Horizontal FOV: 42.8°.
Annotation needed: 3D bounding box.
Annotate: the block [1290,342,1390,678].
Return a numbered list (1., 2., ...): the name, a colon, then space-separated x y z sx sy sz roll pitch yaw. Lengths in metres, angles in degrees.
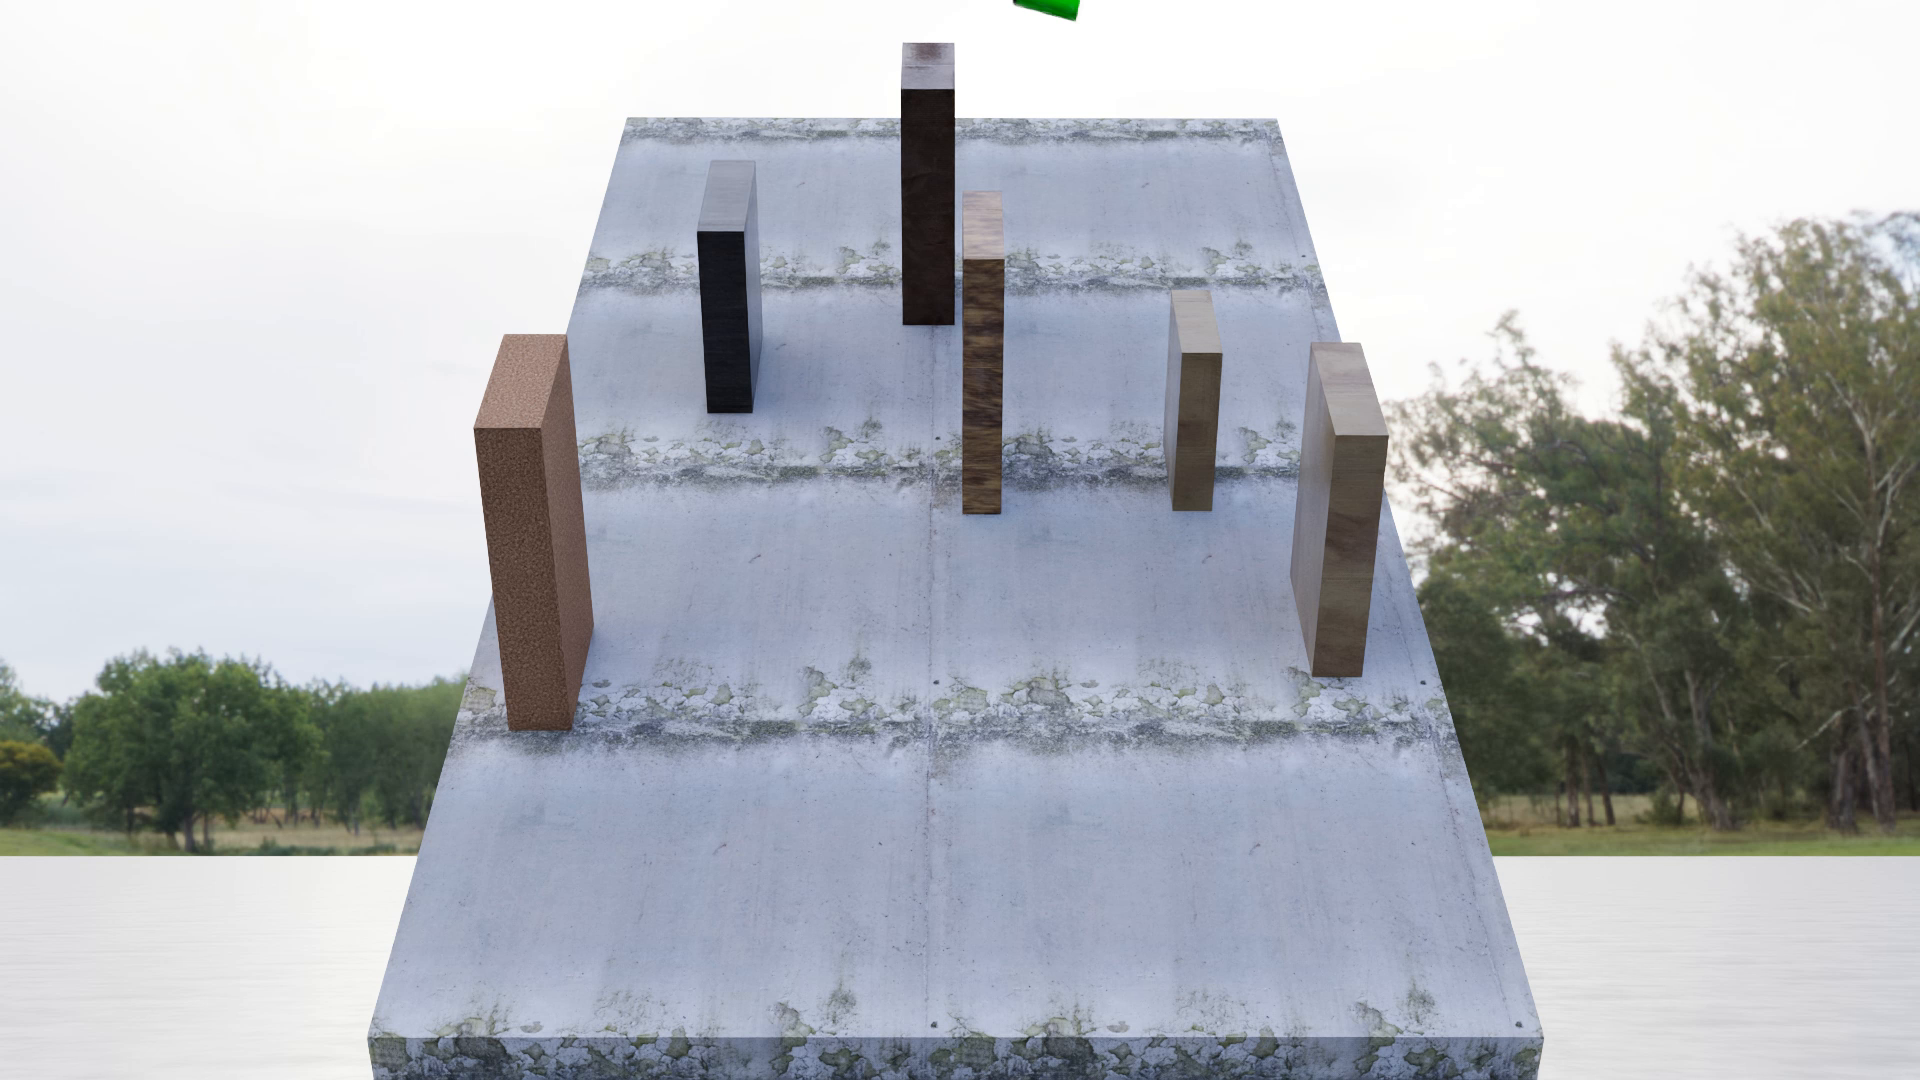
1. block: 0.777 -0.063 5.060 0.103 0.575 0.386 0 32 0

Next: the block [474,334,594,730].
1. block: -0.837 -0.013 4.858 0.124 0.695 0.372 0 32 0

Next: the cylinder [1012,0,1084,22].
1. cylinder: 0.274 -1.630 7.159 0.193 0.193 0.193 16 -7 3

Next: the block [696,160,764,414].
1. block: -0.561 -0.624 6.016 0.110 0.487 0.409 0 32 0

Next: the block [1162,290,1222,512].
1. block: 0.531 -0.321 5.619 0.090 0.408 0.307 0 32 0

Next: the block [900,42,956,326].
1. block: -0.081 -0.918 6.329 0.135 0.651 0.315 0 32 0

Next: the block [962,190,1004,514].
1. block: 0.050 -0.424 5.561 0.088 0.641 0.353 0 32 0

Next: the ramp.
1. ramp: -0.015 -0.185 5.877 2.000 0.100 4.000 0 32 0
